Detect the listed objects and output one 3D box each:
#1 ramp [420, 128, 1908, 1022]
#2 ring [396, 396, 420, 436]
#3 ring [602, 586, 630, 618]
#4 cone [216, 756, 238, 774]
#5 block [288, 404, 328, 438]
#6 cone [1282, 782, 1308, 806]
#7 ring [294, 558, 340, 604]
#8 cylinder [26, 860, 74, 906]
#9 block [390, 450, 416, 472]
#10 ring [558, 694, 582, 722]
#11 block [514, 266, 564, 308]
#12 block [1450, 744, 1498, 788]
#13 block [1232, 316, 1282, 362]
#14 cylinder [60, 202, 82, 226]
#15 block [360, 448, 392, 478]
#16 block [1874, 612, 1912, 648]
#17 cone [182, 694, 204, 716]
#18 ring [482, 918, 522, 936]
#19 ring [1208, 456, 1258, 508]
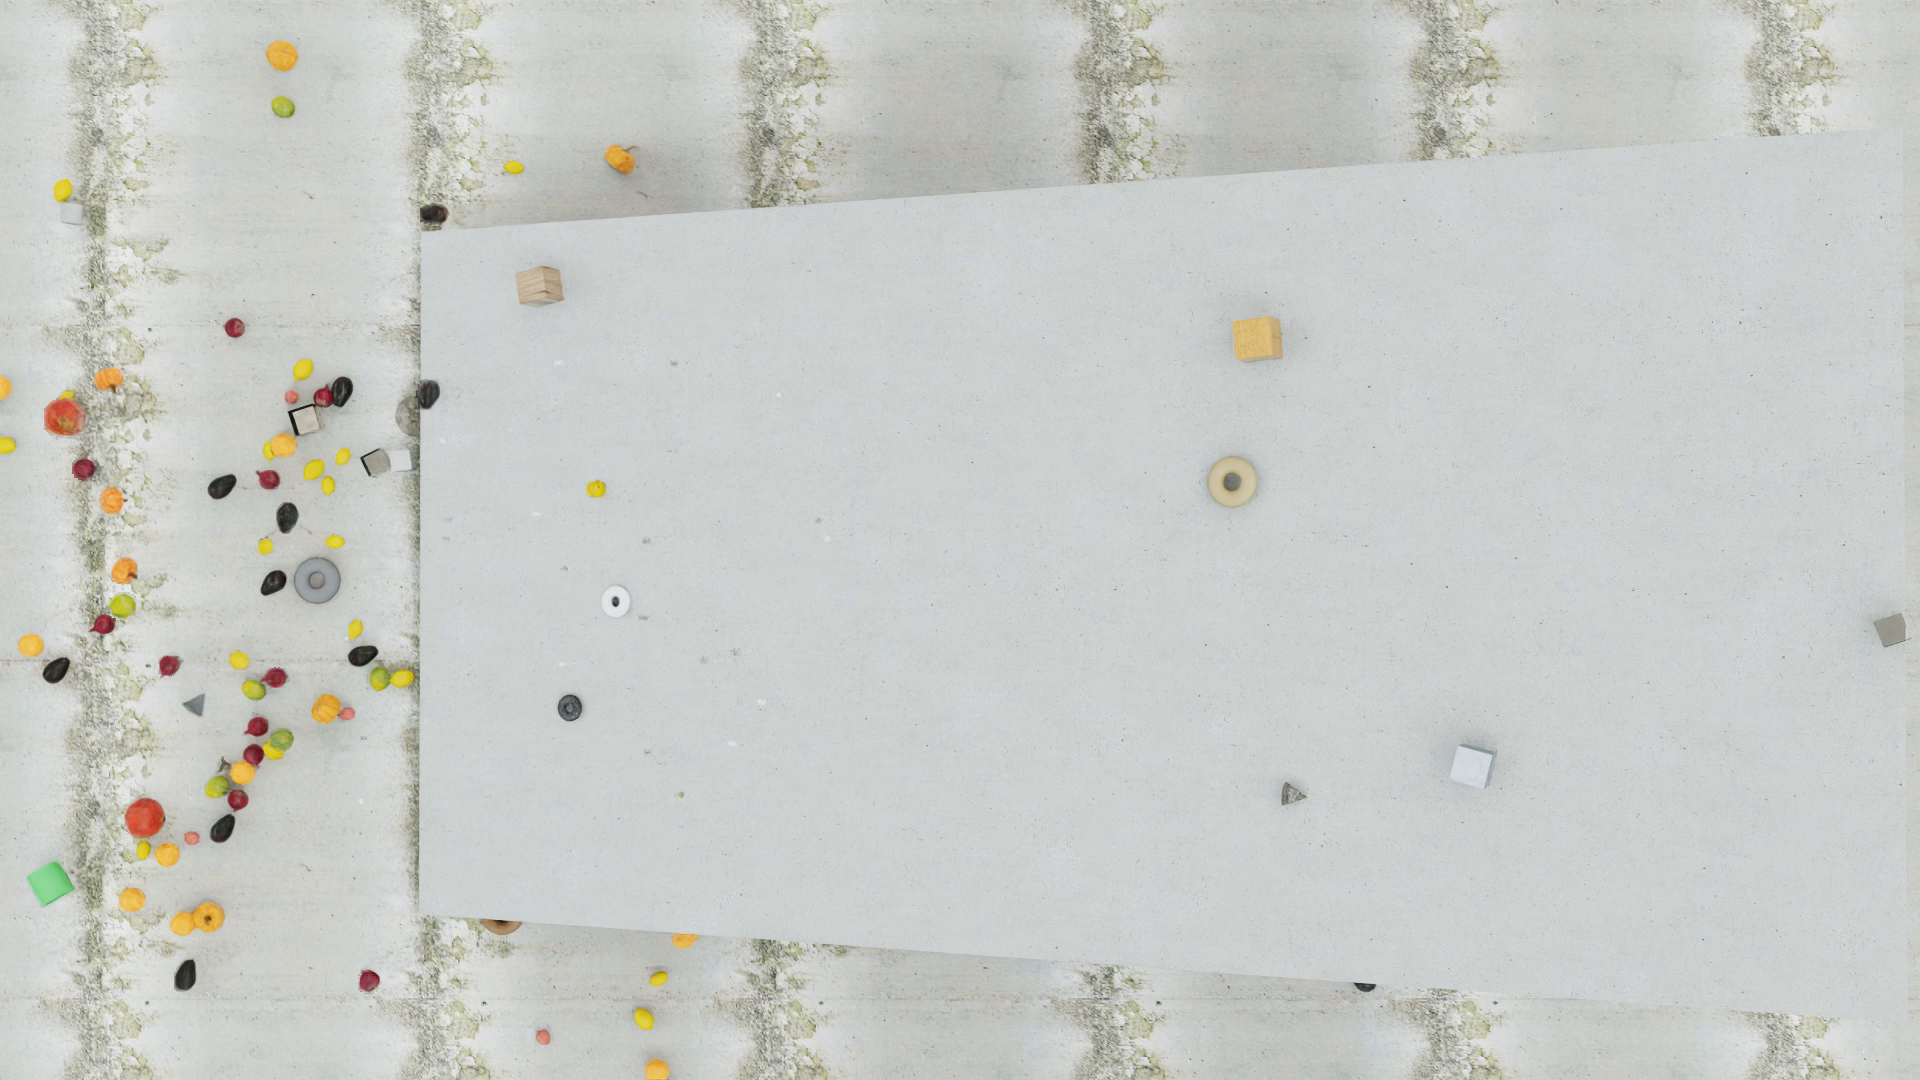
[{"bbox_3d":[0.283,0.086,5.724,4.000,0.100,2.000,0,89,23],"label":"ramp"},{"bbox_3d":[-1.614,-0.368,6.524,0.123,0.041,0.123,0,90,0],"label":"ring"},{"bbox_3d":[-0.966,0.173,6.173,0.089,0.030,0.089,-1,88,23],"label":"ring"},{"bbox_3d":[-2.168,0.672,6.519,0.055,0.055,0.055,19,89,-26],"label":"cone"},{"bbox_3d":[-1.931,-0.354,6.506,0.076,0.076,0.076,-18,89,0],"label":"block"},{"bbox_3d":[0.829,0.630,5.422,0.059,0.059,0.059,9,89,-4],"label":"cone"},{"bbox_3d":[-1.905,0.120,6.516,0.139,0.046,0.139,0,88,1],"label":"ring"},{"bbox_3d":[-2.679,1.011,6.479,0.098,0.098,0.098,-30,89,0],"label":"cylinder"},{"bbox_3d":[-1.650,-0.234,6.513,0.059,0.059,0.059,-8,89,0],"label":"block"},{"bbox_3d":[-1.105,0.476,6.229,0.077,0.026,0.077,-1,88,24],"label":"ring"},{"bbox_3d":[-1.194,-0.719,6.246,0.090,0.090,0.090,-12,85,22],"label":"block"},{"bbox_3d":[1.221,0.537,5.229,0.083,0.083,0.083,15,95,22],"label":"block"},{"bbox_3d":[0.736,-0.495,5.437,0.095,0.095,0.095,-6,87,22],"label":"block"},{"bbox_3d":[-2.636,-0.967,6.523,0.057,0.057,0.057,7,91,0],"label":"cylinder"},{"bbox_3d":[-1.727,-0.229,6.511,0.064,0.064,0.064,-26,89,0],"label":"block"},{"bbox_3d":[2.074,0.200,4.890,0.061,0.061,0.061,-23,81,21],"label":"block"},{"bbox_3d":[-2.259,0.478,6.520,0.064,0.064,0.064,30,63,0],"label":"cone"},{"bbox_3d":[-1.353,1.103,6.505,0.131,0.044,0.131,0,88,0],"label":"ring"},{"bbox_3d":[0.679,-0.145,5.485,0.130,0.043,0.130,-1,88,24],"label":"ring"}]
